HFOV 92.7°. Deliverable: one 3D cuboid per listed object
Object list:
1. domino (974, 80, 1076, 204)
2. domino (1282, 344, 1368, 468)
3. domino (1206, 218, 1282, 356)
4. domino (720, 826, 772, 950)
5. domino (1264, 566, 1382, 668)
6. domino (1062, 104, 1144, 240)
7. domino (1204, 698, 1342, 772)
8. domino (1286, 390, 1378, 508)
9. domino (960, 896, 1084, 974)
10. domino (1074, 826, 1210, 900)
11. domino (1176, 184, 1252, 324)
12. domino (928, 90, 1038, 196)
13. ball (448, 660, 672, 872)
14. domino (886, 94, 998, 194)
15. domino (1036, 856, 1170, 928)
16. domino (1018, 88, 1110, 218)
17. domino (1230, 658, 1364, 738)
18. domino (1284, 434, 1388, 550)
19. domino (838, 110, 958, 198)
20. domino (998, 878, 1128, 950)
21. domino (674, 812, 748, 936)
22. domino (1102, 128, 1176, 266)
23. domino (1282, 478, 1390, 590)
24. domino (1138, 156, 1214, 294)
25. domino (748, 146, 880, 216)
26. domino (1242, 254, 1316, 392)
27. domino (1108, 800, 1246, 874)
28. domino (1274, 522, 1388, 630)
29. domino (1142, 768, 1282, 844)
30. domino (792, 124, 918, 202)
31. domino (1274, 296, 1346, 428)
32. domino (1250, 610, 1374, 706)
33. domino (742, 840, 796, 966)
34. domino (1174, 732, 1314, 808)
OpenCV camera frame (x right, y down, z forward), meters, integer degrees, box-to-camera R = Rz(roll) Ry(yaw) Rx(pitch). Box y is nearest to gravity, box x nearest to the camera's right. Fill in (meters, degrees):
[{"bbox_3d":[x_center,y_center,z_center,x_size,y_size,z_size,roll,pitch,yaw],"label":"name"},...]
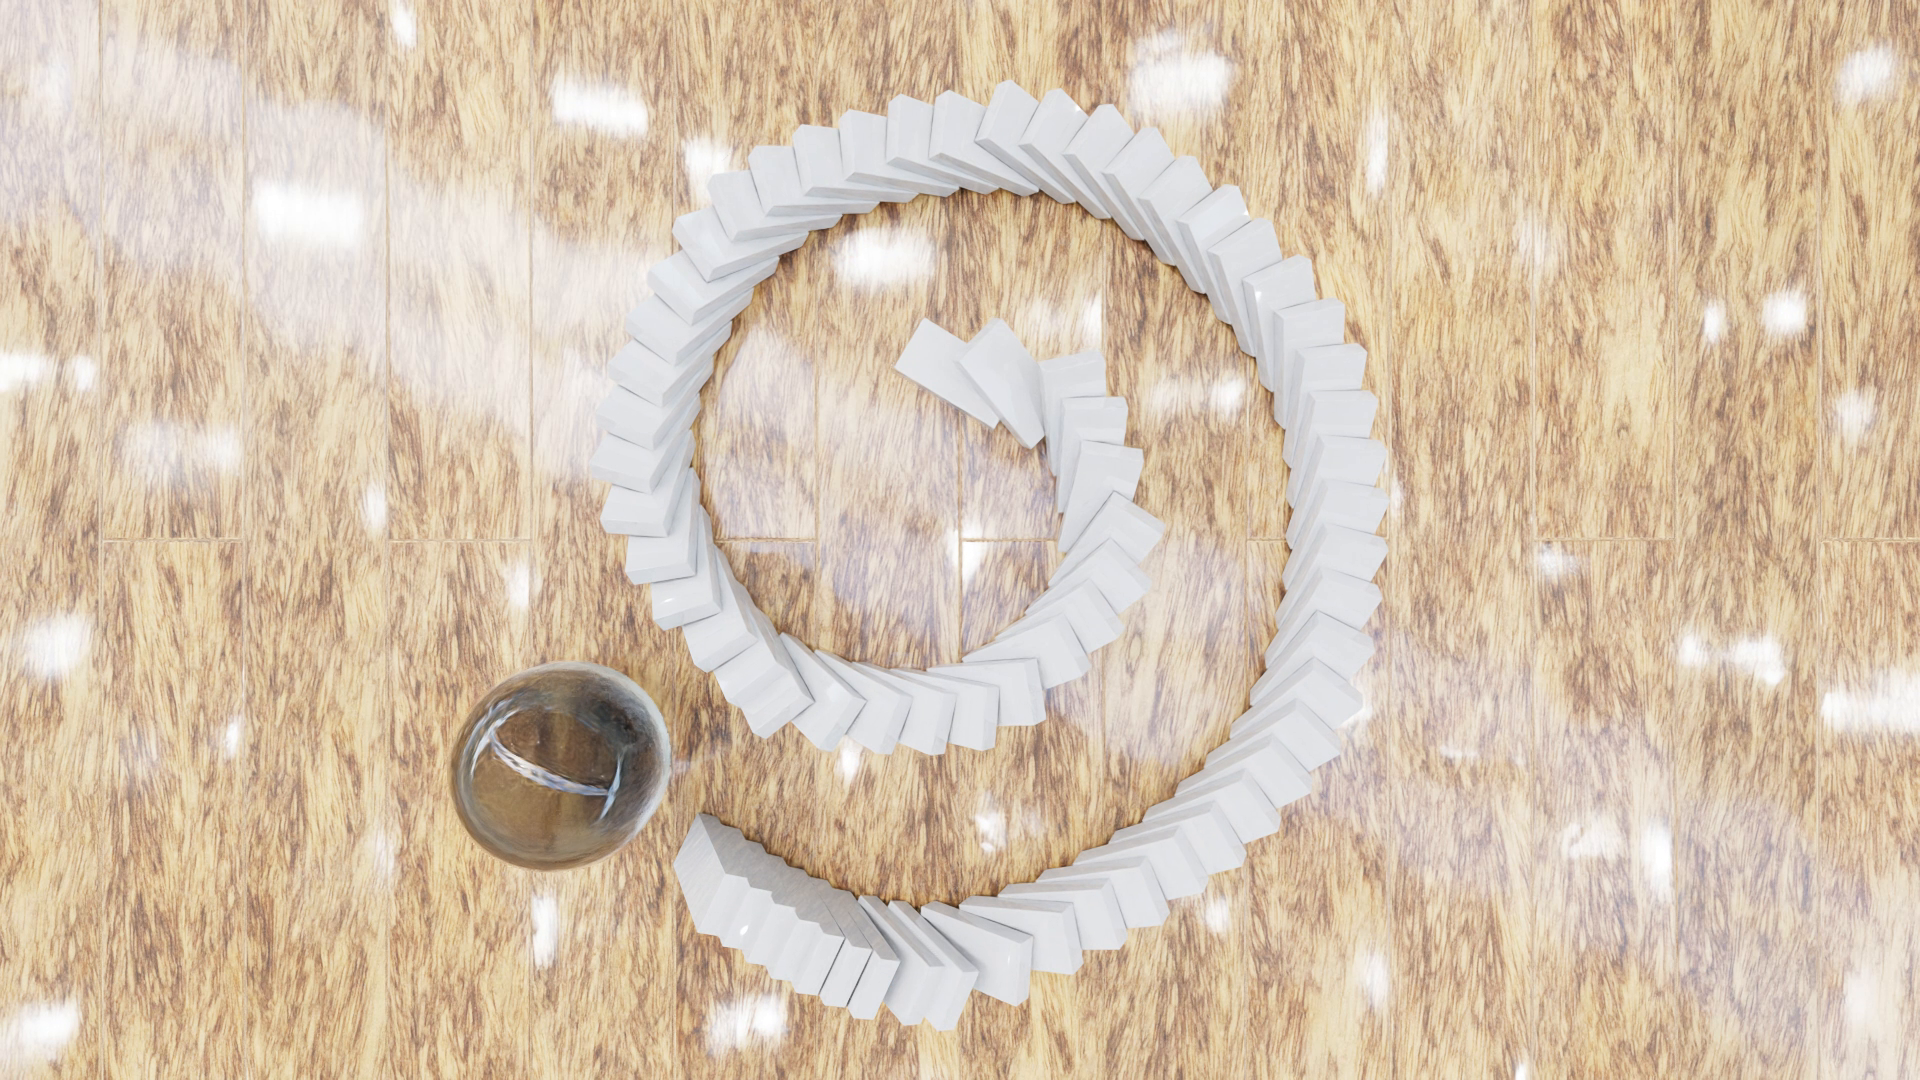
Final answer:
[{"bbox_3d":[0.032,-0.165,0.382,0.050,0.009,0.025,22,90,-34],"label":"domino"},{"bbox_3d":[0.151,-0.055,0.382,0.025,0.009,0.050,-6,124,-1],"label":"domino"},{"bbox_3d":[0.123,-0.105,0.382,0.025,0.009,0.050,-33,124,0],"label":"domino"},{"bbox_3d":[-0.094,0.141,0.376,0.010,0.050,0.025,25,90,-30],"label":"domino"},{"bbox_3d":[0.150,0.037,0.382,0.025,0.010,0.050,19,123,0],"label":"domino"},{"bbox_3d":[0.067,-0.152,0.382,0.050,0.010,0.025,38,89,-34],"label":"domino"},{"bbox_3d":[0.130,0.089,0.382,0.025,0.009,0.050,44,124,-1],"label":"domino"},{"bbox_3d":[0.154,-0.037,0.382,0.025,0.009,0.050,-1,123,0],"label":"domino"},{"bbox_3d":[0.025,0.164,0.382,0.050,0.009,0.025,-11,90,34],"label":"domino"},{"bbox_3d":[0.075,0.138,0.382,0.050,0.009,0.025,-29,90,33],"label":"domino"},{"bbox_3d":[0.112,-0.119,0.382,0.025,0.010,0.050,-36,123,0],"label":"domino"},{"bbox_3d":[0.012,-0.164,0.382,0.050,0.009,0.025,7,90,-34],"label":"domino"},{"bbox_3d":[-0.155,0.088,0.360,0.080,0.080,0.080,0,90,0],"label":"ball"},{"bbox_3d":[-0.006,-0.164,0.382,0.050,0.009,0.025,3,90,-33],"label":"domino"},{"bbox_3d":[0.059,0.149,0.383,0.050,0.010,0.025,-22,90,33],"label":"domino"},{"bbox_3d":[0.050,-0.160,0.382,0.050,0.010,0.025,29,89,-34],"label":"domino"},{"bbox_3d":[0.139,0.074,0.382,0.025,0.010,0.050,37,124,0],"label":"domino"},{"bbox_3d":[0.156,-0.018,0.382,0.025,0.009,0.050,6,123,0],"label":"domino"},{"bbox_3d":[-0.025,-0.161,0.382,0.050,0.010,0.025,-5,90,-34],"label":"domino"},{"bbox_3d":[0.042,0.157,0.382,0.050,0.009,0.025,-18,90,33],"label":"domino"},{"bbox_3d":[-0.103,0.136,0.376,0.010,0.050,0.025,25,90,-30],"label":"domino"},{"bbox_3d":[0.083,-0.142,0.382,0.025,0.010,0.050,-47,124,0],"label":"domino"},{"bbox_3d":[0.156,0.000,0.382,0.025,0.009,0.050,10,123,0],"label":"domino"},{"bbox_3d":[0.097,-0.131,0.382,0.025,0.009,0.050,-44,123,0],"label":"domino"},{"bbox_3d":[-0.060,-0.150,0.382,0.050,0.009,0.025,-16,89,-34],"label":"domino"},{"bbox_3d":[0.135,-0.090,0.382,0.025,0.009,0.050,-24,124,0],"label":"domino"},{"bbox_3d":[0.090,0.128,0.382,0.050,0.010,0.025,-31,90,33],"label":"domino"},{"bbox_3d":[0.154,0.019,0.382,0.025,0.010,0.050,15,123,0],"label":"domino"},{"bbox_3d":[0.104,0.117,0.382,0.050,0.009,0.025,-35,90,33],"label":"domino"},{"bbox_3d":[-0.043,-0.156,0.382,0.050,0.010,0.025,-10,90,-34],"label":"domino"},{"bbox_3d":[0.145,-0.073,0.382,0.025,0.009,0.050,-14,124,0],"label":"domino"},{"bbox_3d":[0.146,0.055,0.382,0.025,0.010,0.050,27,124,0],"label":"domino"},{"bbox_3d":[-0.084,0.147,0.376,0.009,0.050,0.025,25,90,-30],"label":"domino"},{"bbox_3d":[0.118,0.103,0.382,0.025,0.010,0.050,49,123,-1],"label":"domino"}]
